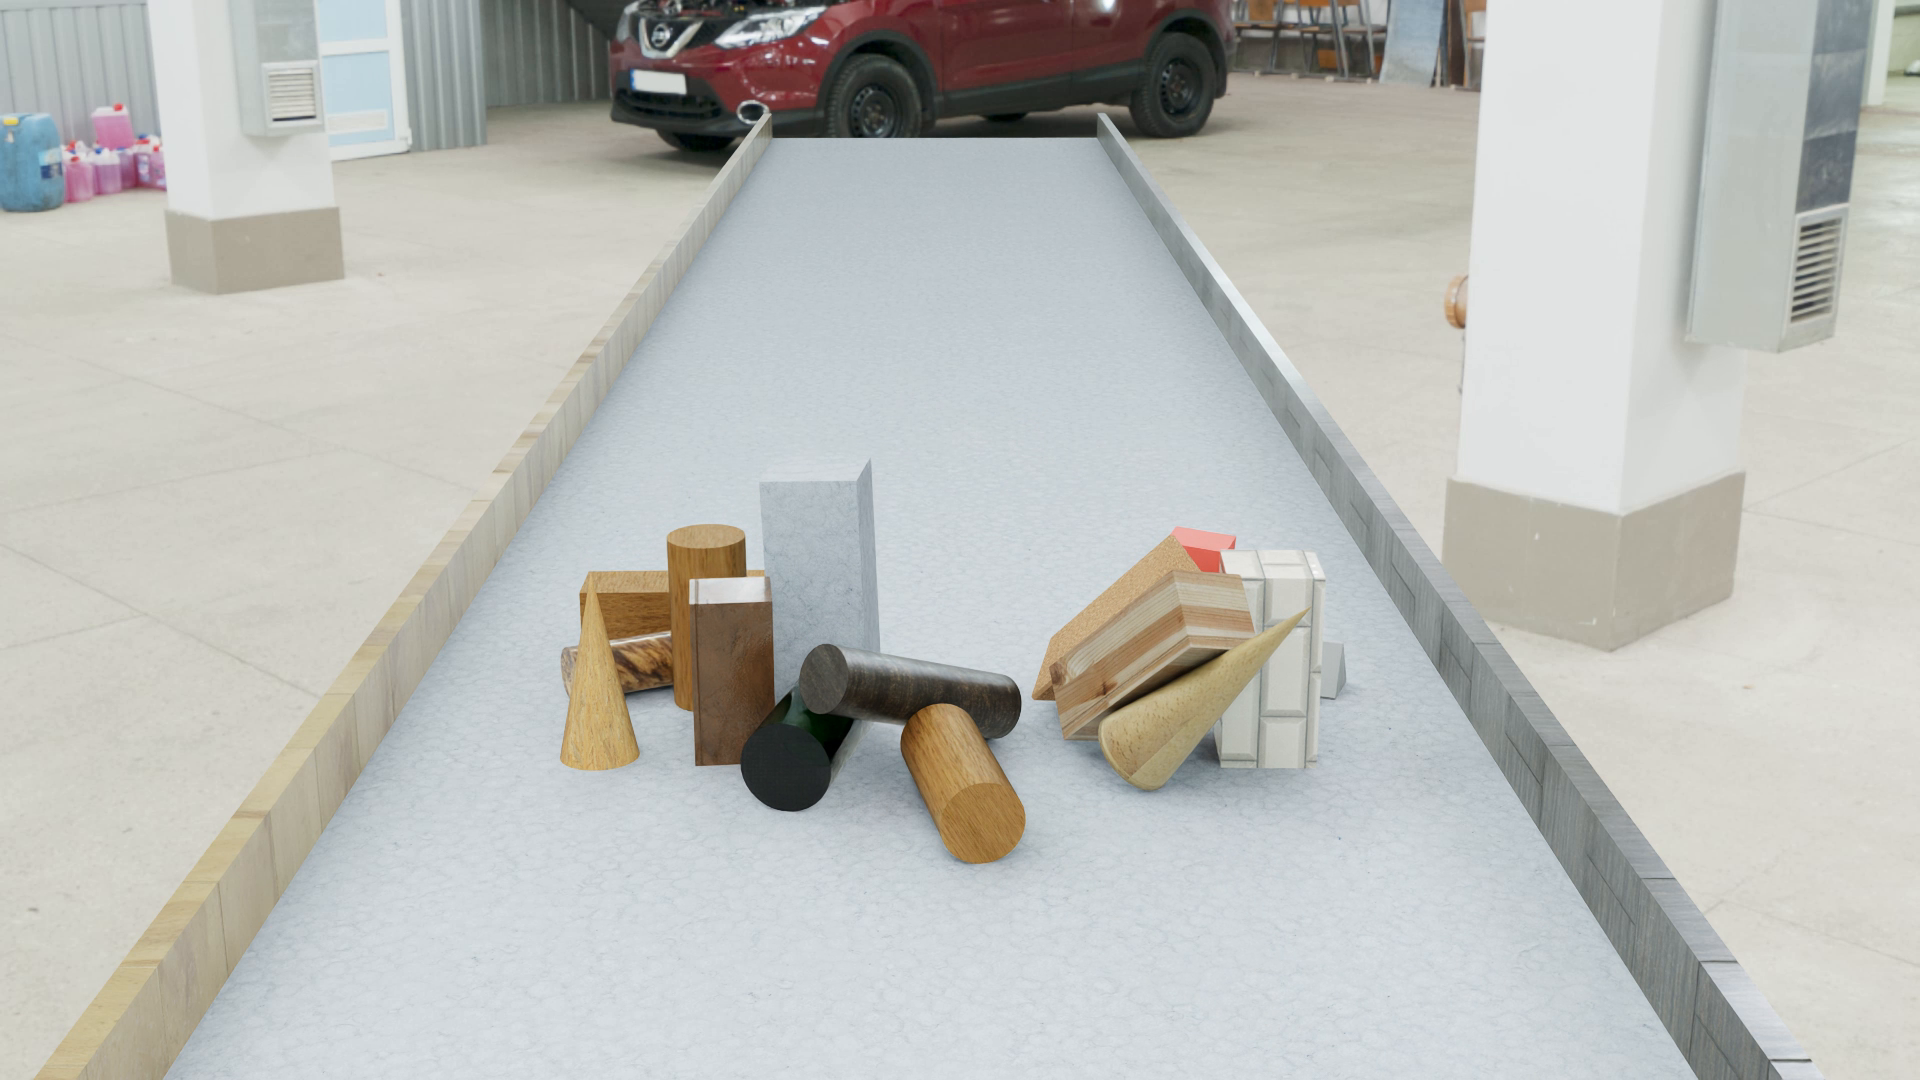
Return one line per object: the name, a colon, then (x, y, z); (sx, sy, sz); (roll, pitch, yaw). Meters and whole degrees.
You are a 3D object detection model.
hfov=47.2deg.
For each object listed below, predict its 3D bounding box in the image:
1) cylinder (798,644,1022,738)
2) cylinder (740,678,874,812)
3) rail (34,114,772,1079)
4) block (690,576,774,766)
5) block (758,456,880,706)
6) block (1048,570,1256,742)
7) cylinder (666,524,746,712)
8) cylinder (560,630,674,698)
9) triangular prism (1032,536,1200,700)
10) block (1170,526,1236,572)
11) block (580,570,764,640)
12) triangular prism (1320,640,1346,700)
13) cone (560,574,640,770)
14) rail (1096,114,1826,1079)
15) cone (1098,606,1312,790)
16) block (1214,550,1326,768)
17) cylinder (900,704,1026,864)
cylinder: (-0.081, 0.268, 3.852); (0.119, 0.119, 0.441); (17, 2, 44)
cylinder: (-0.257, 0.336, 3.822); (0.158, 0.158, 0.322); (4, 17, 12)
rail: (-1.118, -0.838, 7.780); (0.050, 0.150, 12.000); (0, 17, -1)
block: (-0.404, 0.233, 3.916); (0.143, 0.301, 0.143); (-2, 17, -6)
block: (-0.257, 0.088, 4.115); (0.178, 0.458, 0.178); (0, 16, 7)
block: (0.332, 0.208, 3.833); (0.142, 0.142, 0.407); (4, -29, -30)
cylinder: (-0.472, 0.148, 4.149); (0.146, 0.327, 0.146); (0, 18, 0)
cylinder: (-0.578, 0.230, 4.267); (0.374, 0.105, 0.105); (-9, 19, -27)
triangular prism: (0.287, 0.146, 4.015); (0.148, 0.129, 0.438); (3, -28, -28)
block: (0.435, 0.149, 4.153); (0.116, 0.316, 0.116); (10, 18, 15)
block: (-0.547, 0.152, 4.461); (0.422, 0.145, 0.145); (-1, 17, -2)
triangular prism: (0.530, 0.222, 4.306); (0.438, 0.095, 0.110); (6, 18, 20)
cone: (-0.644, 0.222, 3.883); (0.141, 0.341, 0.141); (0, 17, 0)
rail: (0.932, -0.844, 7.801); (0.050, 0.150, 12.000); (0, 17, -1)
cone: (0.434, 0.235, 3.671); (0.156, 0.459, 0.156); (27, 40, -25)
block: (0.547, 0.210, 3.906); (0.168, 0.351, 0.168); (1, 17, 2)
cylinder: (0.000, 0.398, 3.645); (0.139, 0.139, 0.357); (-3, 17, -11)
